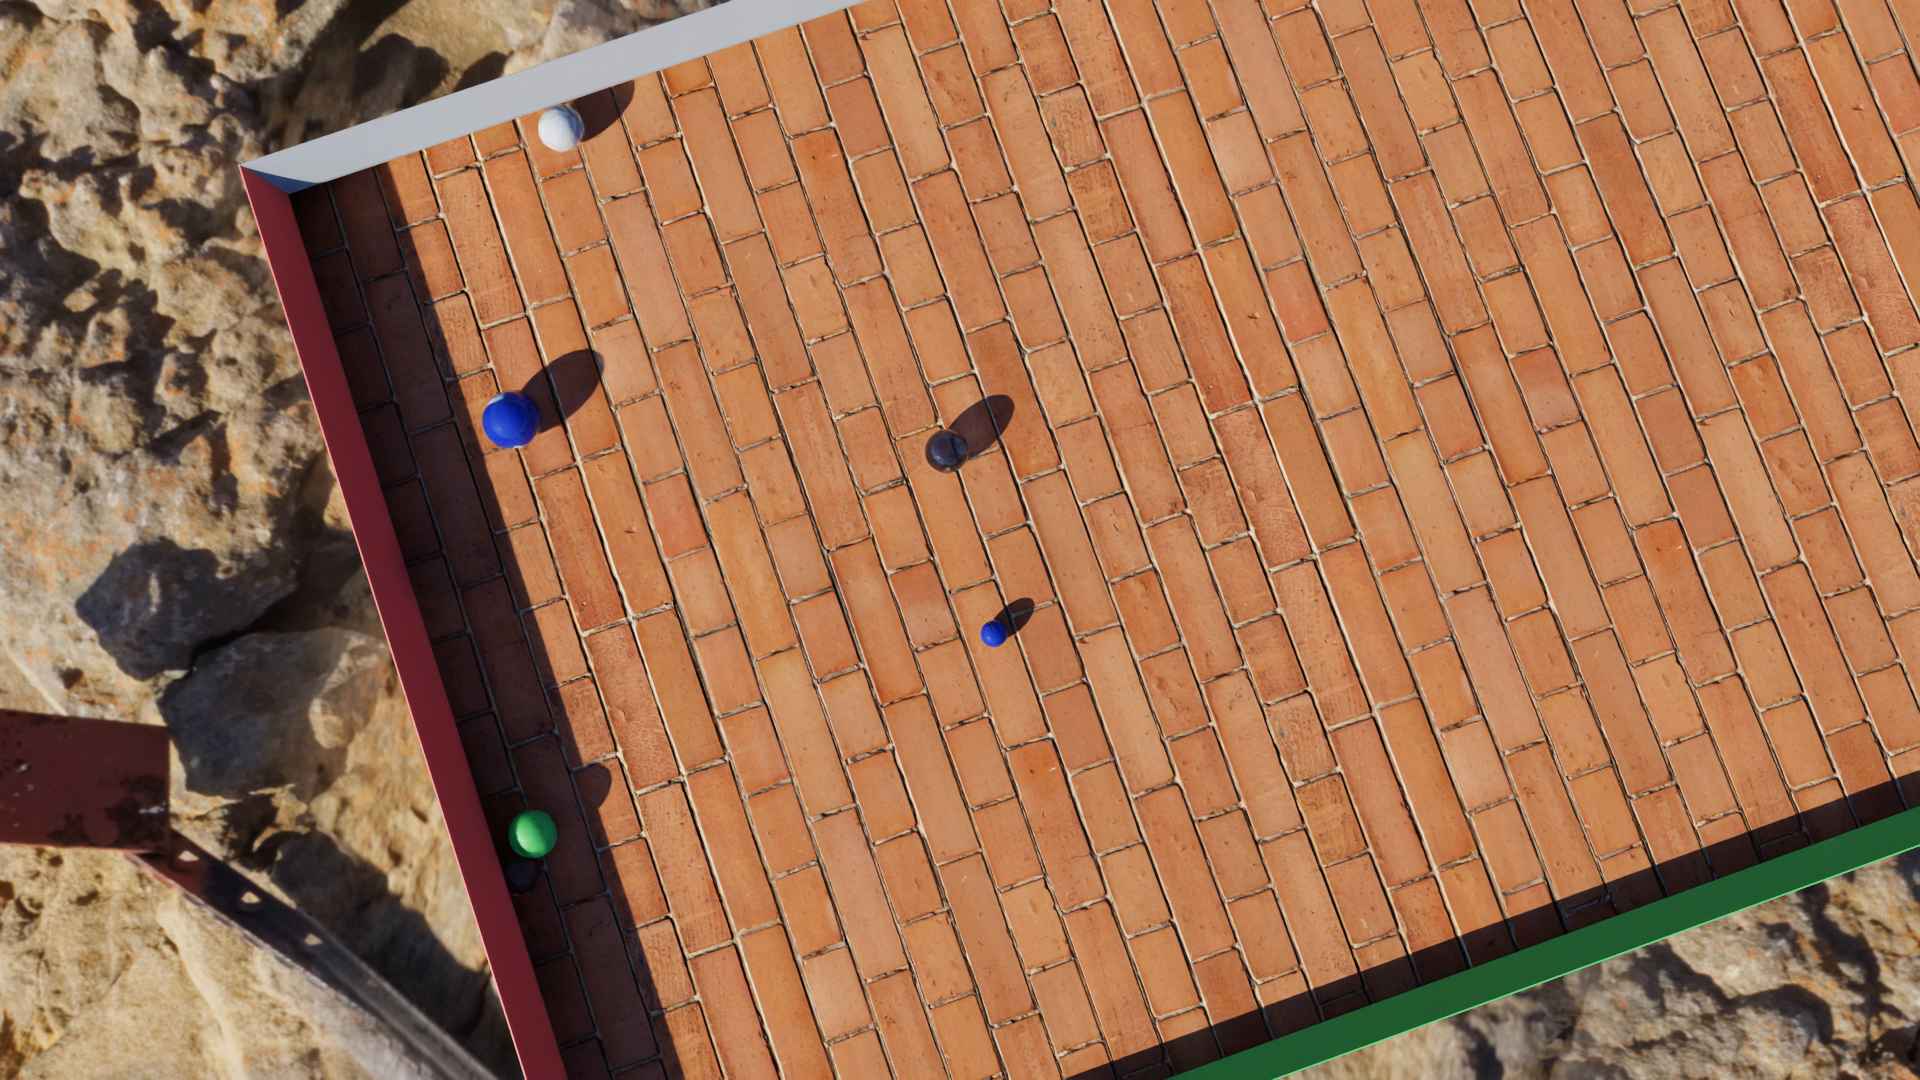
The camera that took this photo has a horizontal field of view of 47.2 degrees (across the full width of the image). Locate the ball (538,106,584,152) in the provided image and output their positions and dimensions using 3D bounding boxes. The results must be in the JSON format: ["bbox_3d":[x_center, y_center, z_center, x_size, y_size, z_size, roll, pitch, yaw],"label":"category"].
[{"bbox_3d":[-0.611,-0.630,3.366,0.070,0.070,0.070,0,81,0],"label":"ball"}]

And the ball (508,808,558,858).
[{"bbox_3d":[-0.623,0.428,3.205,0.072,0.072,0.072,0,81,0],"label":"ball"}]

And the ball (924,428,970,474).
[{"bbox_3d":[-0.020,-0.133,3.293,0.067,0.067,0.067,0,81,0],"label":"ball"}]

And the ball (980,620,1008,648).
[{"bbox_3d":[0.050,0.139,3.264,0.041,0.041,0.041,0,81,0],"label":"ball"}]

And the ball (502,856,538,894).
[{"bbox_3d":[-0.642,0.488,3.205,0.054,0.054,0.054,0,81,0],"label":"ball"}]

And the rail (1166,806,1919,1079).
[{"bbox_3d":[1.069,0.522,3.170,3.328,0.111,0.045,-19,82,-3],"label":"rail"}]

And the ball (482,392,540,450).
[{"bbox_3d":[-0.672,-0.178,3.290,0.086,0.086,0.086,0,81,0],"label":"ball"}]

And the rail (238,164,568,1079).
[{"bbox_3d":[-0.763,0.261,3.209,0.045,0.111,1.760,-19,82,-3],"label":"rail"}]

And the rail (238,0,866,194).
[{"bbox_3d":[0.501,-1.075,3.412,3.328,0.111,0.045,-19,82,-3],"label":"rail"}]
